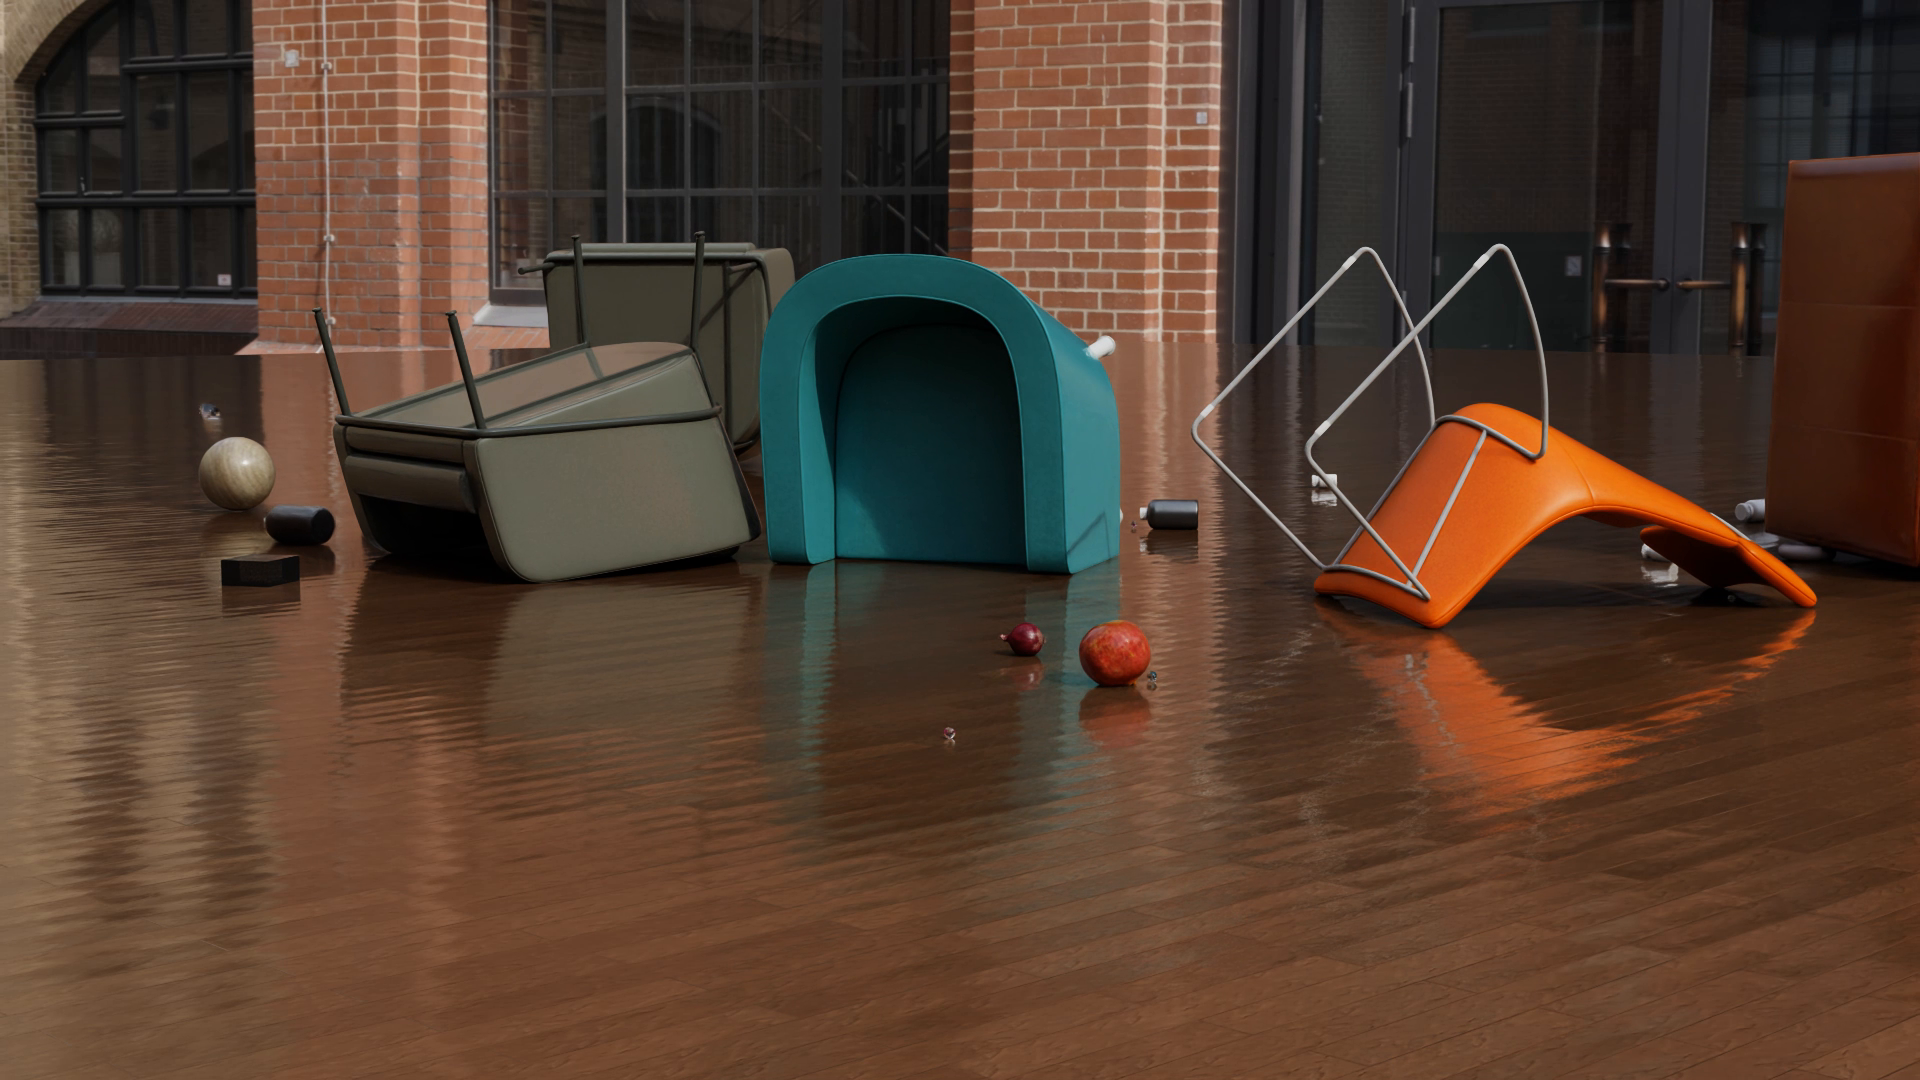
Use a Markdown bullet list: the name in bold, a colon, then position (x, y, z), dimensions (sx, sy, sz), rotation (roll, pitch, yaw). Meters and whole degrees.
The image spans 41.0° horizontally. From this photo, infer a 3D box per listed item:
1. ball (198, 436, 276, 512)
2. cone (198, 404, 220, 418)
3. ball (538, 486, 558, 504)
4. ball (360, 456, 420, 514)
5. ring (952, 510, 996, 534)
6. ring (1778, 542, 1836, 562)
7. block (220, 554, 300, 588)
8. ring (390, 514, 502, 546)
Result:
- **ball**: position (-2.026, -0.185, 7.194), dimensions (0.209, 0.209, 0.209), rotation (0, 6, 0)
- **cone**: position (-3.501, -0.583, 11.916), dimensions (0.098, 0.065, 0.098), rotation (12, 25, -4)
- **ball**: position (-1.187, -0.129, 7.398), dimensions (0.054, 0.054, 0.054), rotation (0, 6, 0)
- **ball**: position (-1.582, -0.153, 7.117), dimensions (0.160, 0.160, 0.160), rotation (0, 6, 0)
- **ring**: position (0.035, -0.048, 6.640), dimensions (0.112, 0.049, 0.196), rotation (0, 5, -12)
- **ring**: position (1.969, 0.028, 5.964), dimensions (0.150, 0.036, 0.116), rotation (-1, 8, -32)
- **block**: position (-1.503, 0.065, 5.513), dimensions (0.112, 0.055, 0.128), rotation (2, 6, 16)
- **ring**: position (-1.278, -0.027, 6.376), dimensions (0.275, 0.062, 0.295), rotation (-1, 5, -18)
